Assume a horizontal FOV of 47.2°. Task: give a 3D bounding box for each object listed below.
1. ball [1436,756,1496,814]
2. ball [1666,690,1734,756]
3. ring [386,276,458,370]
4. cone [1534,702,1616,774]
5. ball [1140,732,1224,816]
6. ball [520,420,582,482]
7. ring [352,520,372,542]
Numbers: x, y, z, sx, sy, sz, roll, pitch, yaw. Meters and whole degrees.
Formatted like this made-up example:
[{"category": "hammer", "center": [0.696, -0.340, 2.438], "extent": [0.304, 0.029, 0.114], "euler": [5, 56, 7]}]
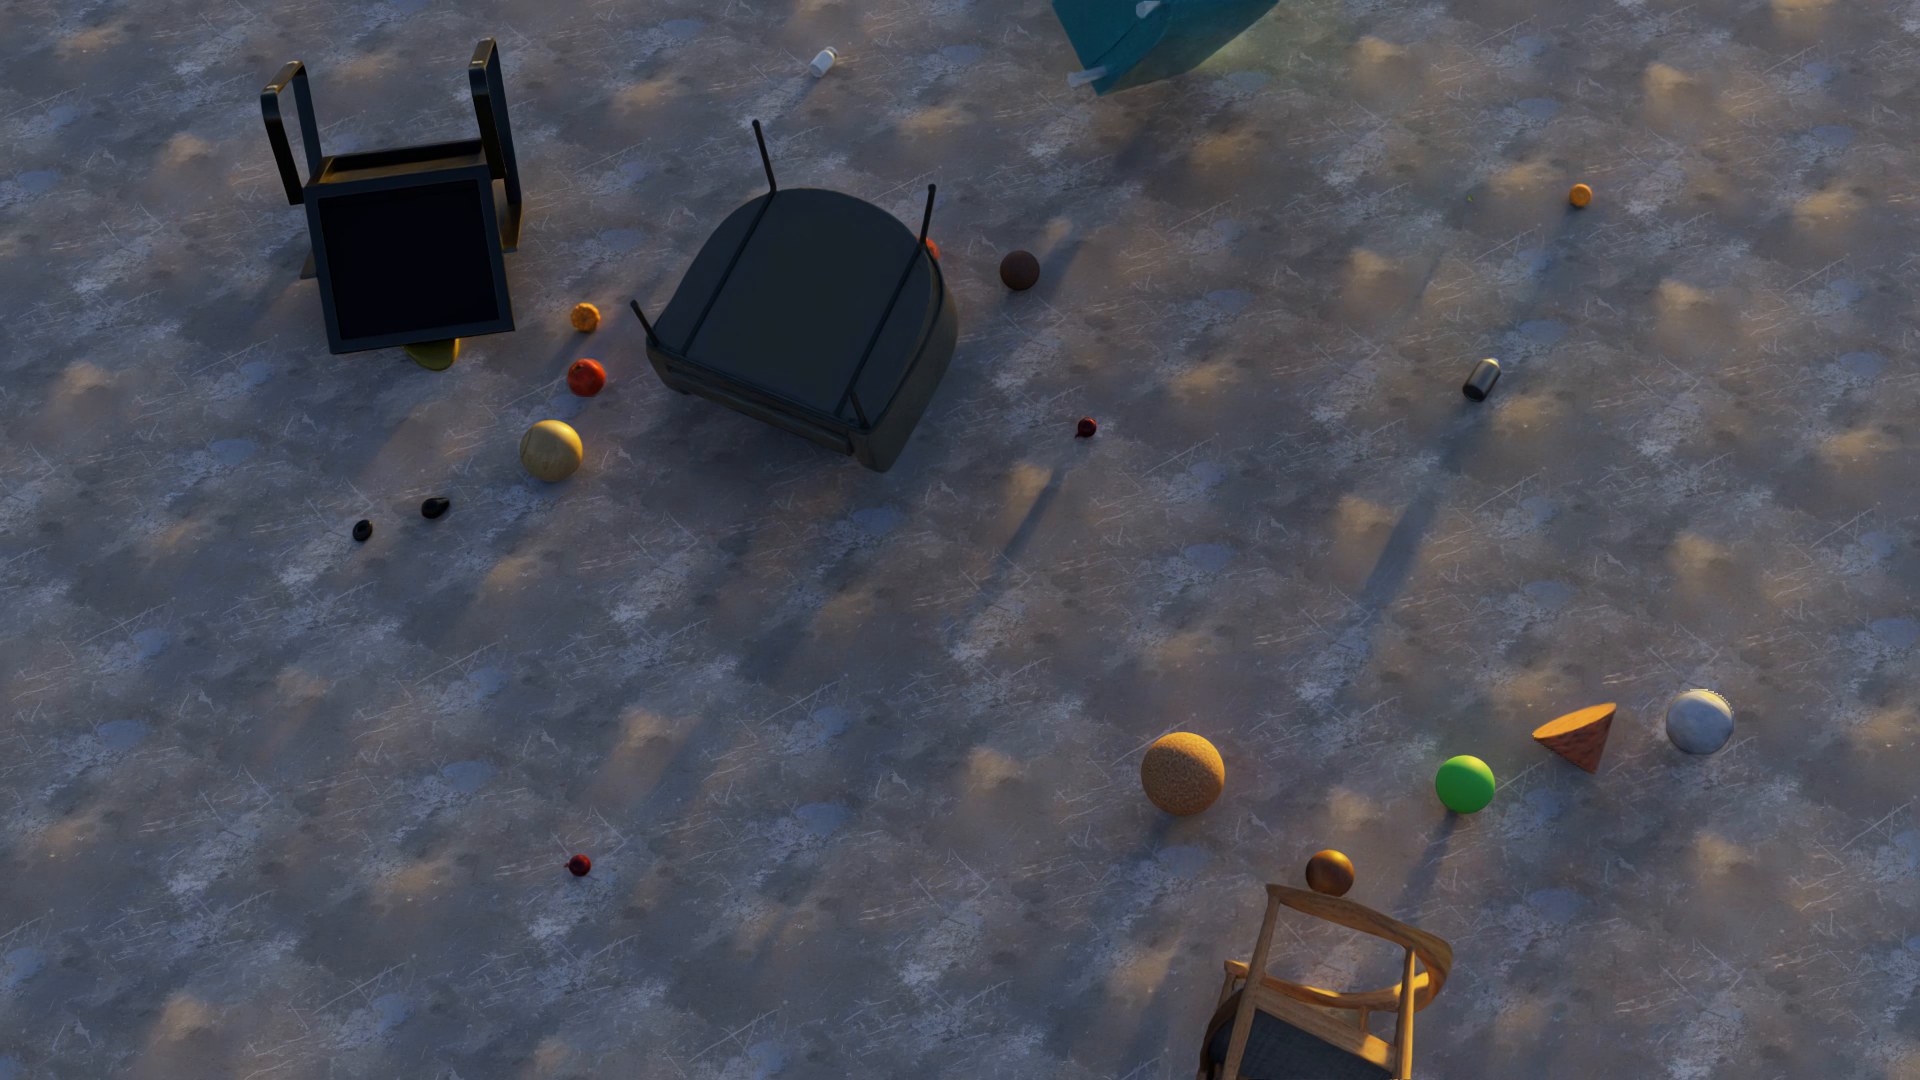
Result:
[{"category": "ball", "center": [1.385, 0.670, 6.028], "extent": [0.160, 0.160, 0.160], "euler": [0, 56, 0]}, {"category": "ball", "center": [2.058, 0.510, 6.124], "extent": [0.179, 0.179, 0.179], "euler": [0, 56, 0]}, {"category": "ring", "center": [-1.714, -0.693, 7.002], "extent": [0.193, 0.053, 0.412], "euler": [-26, 63, -12]}, {"category": "cone", "center": [1.744, 0.578, 6.132], "extent": [0.255, 0.211, 0.164], "euler": [-22, 92, -20]}, {"category": "ball", "center": [0.608, 0.639, 6.008], "extent": [0.228, 0.228, 0.228], "euler": [0, 56, 0]}, {"category": "ball", "center": [-1.234, -0.269, 6.642], "extent": [0.188, 0.188, 0.188], "euler": [0, 56, 0]}, {"category": "ring", "center": [-1.786, -0.029, 6.576], "extent": [0.055, 0.029, 0.074], "euler": [17, 59, 9]}]
